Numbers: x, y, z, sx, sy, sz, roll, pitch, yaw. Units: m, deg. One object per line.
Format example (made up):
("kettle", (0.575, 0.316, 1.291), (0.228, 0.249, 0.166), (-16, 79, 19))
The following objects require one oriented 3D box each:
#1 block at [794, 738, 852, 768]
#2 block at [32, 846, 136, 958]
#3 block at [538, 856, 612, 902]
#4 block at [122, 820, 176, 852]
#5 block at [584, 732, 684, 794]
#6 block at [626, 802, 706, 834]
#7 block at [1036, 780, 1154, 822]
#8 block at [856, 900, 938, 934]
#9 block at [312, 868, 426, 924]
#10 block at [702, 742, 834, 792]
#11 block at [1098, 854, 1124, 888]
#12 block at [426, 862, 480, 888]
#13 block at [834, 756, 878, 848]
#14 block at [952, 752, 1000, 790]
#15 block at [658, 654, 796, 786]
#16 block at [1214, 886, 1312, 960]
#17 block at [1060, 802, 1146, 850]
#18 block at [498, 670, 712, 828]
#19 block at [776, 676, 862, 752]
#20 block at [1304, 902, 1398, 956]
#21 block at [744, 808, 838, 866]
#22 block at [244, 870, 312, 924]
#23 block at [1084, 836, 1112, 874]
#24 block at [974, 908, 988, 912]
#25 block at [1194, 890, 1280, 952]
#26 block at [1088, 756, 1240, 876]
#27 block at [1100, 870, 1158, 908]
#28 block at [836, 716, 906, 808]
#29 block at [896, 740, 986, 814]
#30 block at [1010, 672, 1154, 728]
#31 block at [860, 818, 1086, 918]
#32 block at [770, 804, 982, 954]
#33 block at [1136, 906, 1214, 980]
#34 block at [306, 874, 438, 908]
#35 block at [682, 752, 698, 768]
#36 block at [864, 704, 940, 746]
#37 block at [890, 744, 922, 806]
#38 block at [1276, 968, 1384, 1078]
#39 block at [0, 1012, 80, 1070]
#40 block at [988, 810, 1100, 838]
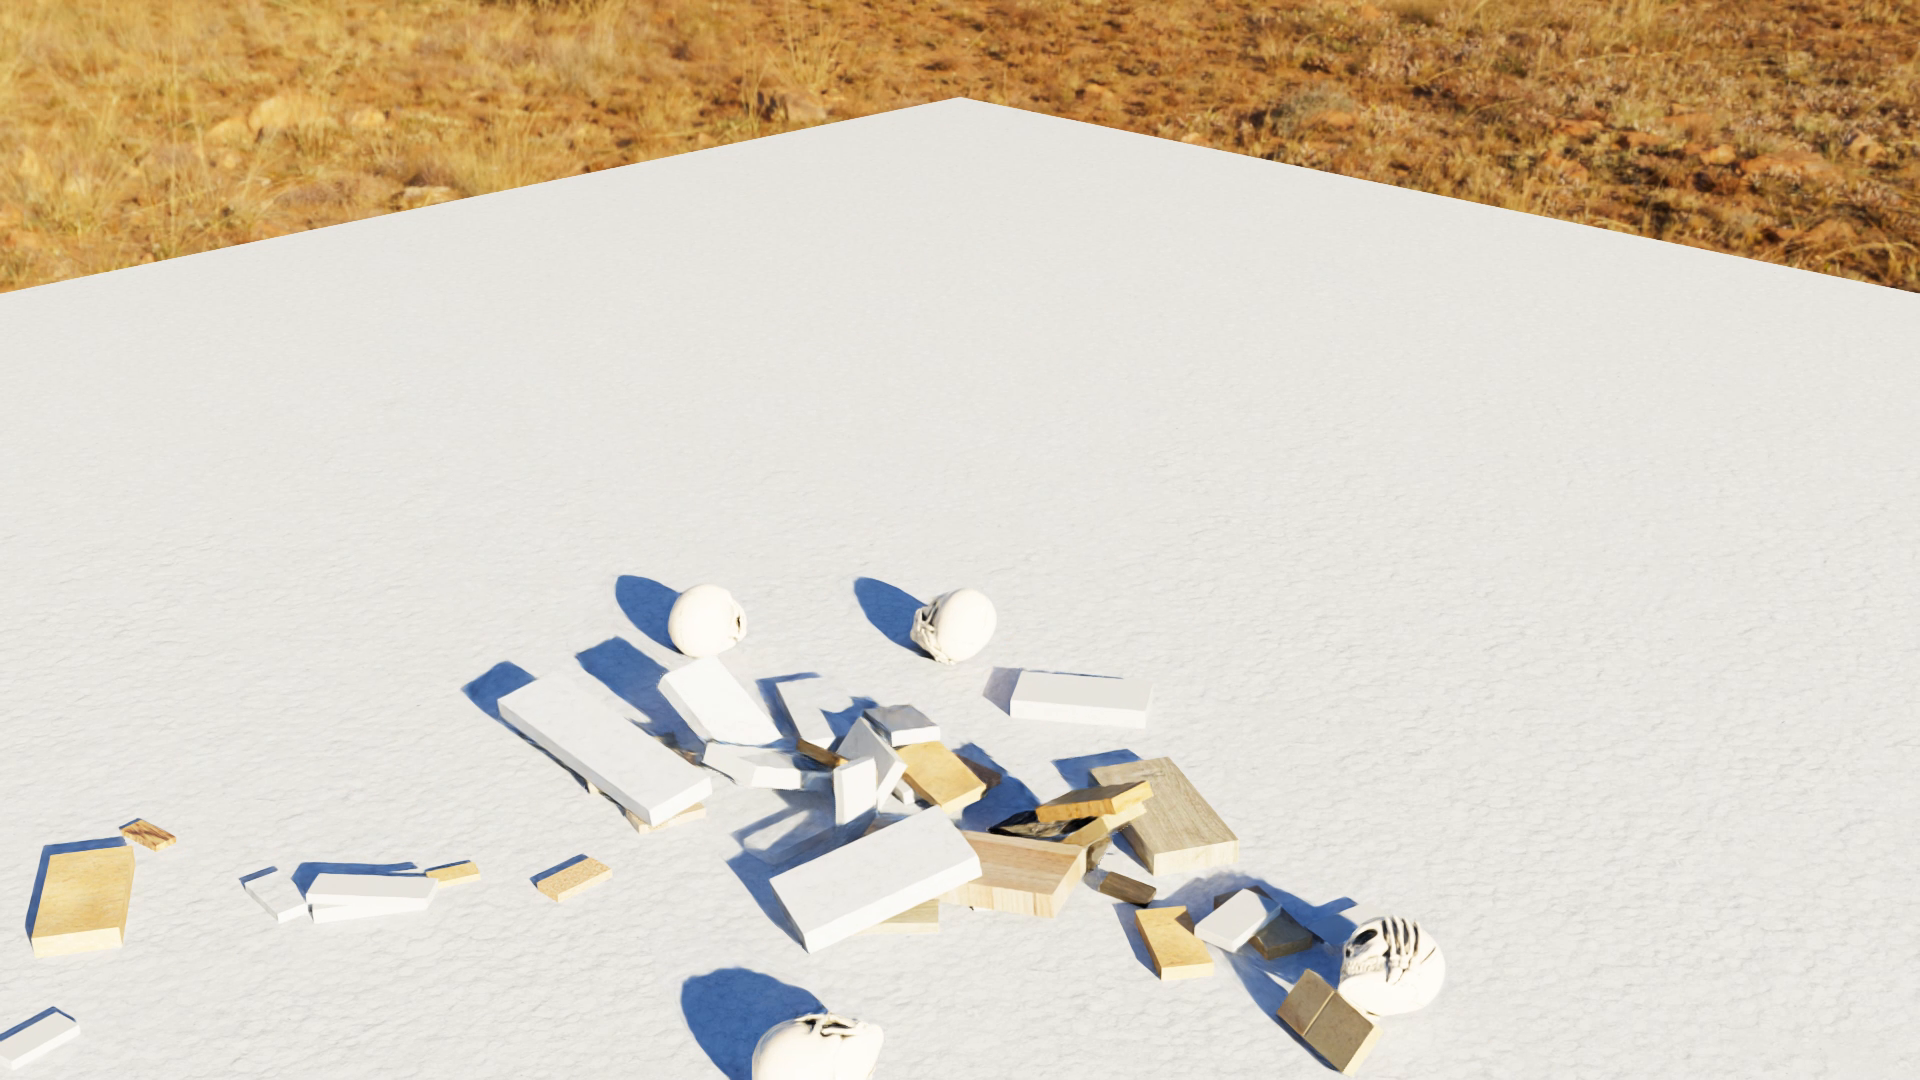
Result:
("block", (-0.262, 0.455, 4.543), (0.088, 0.025, 0.176), (26, -5, -32))
("block", (-1.638, 0.674, 4.119), (0.148, 0.042, 0.297), (-6, 24, -13))
("block", (-0.736, 0.650, 4.207), (0.064, 0.018, 0.128), (20, 30, 39))
("block", (-1.609, 0.587, 4.361), (0.111, 0.013, 0.047), (16, 28, 33))
("block", (-0.682, 0.464, 4.581), (0.203, 0.029, 0.102), (-14, 32, -15))
("block", (-0.593, 0.549, 4.434), (0.143, 0.020, 0.072), (-12, 30, -27))
("block", (0.254, 0.498, 4.185), (0.106, 0.030, 0.212), (-19, 3, -41))
("block", (-0.120, 0.699, 4.083), (0.162, 0.023, 0.081), (0, 23, 0))
("block", (-1.112, 0.670, 4.145), (0.203, 0.029, 0.102), (-6, 24, -13))
("block", (-0.370, 0.464, 4.463), (0.143, 0.040, 0.285), (20, 4, 38))
("block", (0.290, 0.638, 4.239), (0.049, 0.014, 0.097), (2, 23, 4))
("block", (-0.973, 0.645, 4.224), (0.094, 0.013, 0.047), (-10, 25, -22))
("block", (-0.203, 0.519, 4.302), (0.025, 0.175, 0.088), (12, 20, 42))
("block", (-0.005, 0.483, 4.593), (0.174, 0.022, 0.079), (20, 30, 39))
("block", (-0.493, 0.377, 4.633), (0.143, 0.040, 0.285), (-24, 65, -44))
("block", (0.559, 0.706, 4.063), (0.095, 0.027, 0.190), (-10, 25, -23))
("block", (0.253, 0.563, 4.213), (0.106, 0.030, 0.212), (-19, -15, -41))
("block", (-0.747, 0.428, 4.581), (0.148, 0.042, 0.567), (-28, 38, -33))
("block", (-0.302, 0.383, 4.805), (0.143, 0.040, 0.285), (-7, 24, -15))
("block", (0.719, 0.715, 4.048), (0.158, 0.022, 0.079), (-14, 27, -29))
("block", (-0.331, 0.585, 4.349), (0.178, 0.025, 0.088), (-21, 31, -40))
("block", (-1.284, 0.672, 4.150), (0.072, 0.020, 0.143), (-19, 29, -37))
("block", (0.251, 0.608, 4.212), (0.049, 0.097, 0.014), (-22, 61, -41))
("block", (0.099, 0.666, 4.162), (0.158, 0.022, 0.079), (-3, 23, -7))
("block", (0.509, 0.695, 4.024), (0.081, 0.023, 0.162), (18, 29, 36))
("block", (0.403, 0.549, 4.402), (0.177, 0.050, 0.354), (-7, 24, -16))
("block", (0.318, 0.662, 4.162), (0.097, 0.014, 0.049), (17, 38, 25))
("block", (-0.188, 0.459, 4.547), (0.030, 0.105, 0.211), (28, 8, -32))
("block", (-0.047, 0.479, 4.486), (0.105, 0.030, 0.211), (-23, 35, -23))
("block", (0.271, 0.353, 4.874), (0.297, 0.042, 0.148), (4, 23, 10))
("block", (0.004, 0.621, 4.179), (0.436, 0.050, 0.177), (4, 25, 23))
("block", (-0.158, 0.628, 4.094), (0.354, 0.050, 0.177), (-22, 35, -16))
("block", (0.388, 0.732, 4.000), (0.095, 0.027, 0.190), (-4, 23, -9))
("block", (-1.098, 0.656, 4.115), (0.228, 0.020, 0.072), (2, 23, 4))
("block", (-0.619, 0.473, 4.622), (0.128, 0.018, 0.064), (-5, 24, -11))
("block", (-0.123, 0.388, 4.631), (0.102, 0.029, 0.250), (-6, 8, -15))
("block", (-0.118, 0.469, 4.579), (0.105, 0.030, 0.211), (-21, 33, -21))
("block", (0.625, 0.816, 3.723), (0.027, 0.095, 0.190), (33, 2, -35))
("block", (-1.570, 0.850, 3.734), (0.064, 0.018, 0.128), (16, 28, 32))
("block", (0.169, 0.552, 4.298), (0.212, 0.030, 0.106), (-14, 4, 40))
